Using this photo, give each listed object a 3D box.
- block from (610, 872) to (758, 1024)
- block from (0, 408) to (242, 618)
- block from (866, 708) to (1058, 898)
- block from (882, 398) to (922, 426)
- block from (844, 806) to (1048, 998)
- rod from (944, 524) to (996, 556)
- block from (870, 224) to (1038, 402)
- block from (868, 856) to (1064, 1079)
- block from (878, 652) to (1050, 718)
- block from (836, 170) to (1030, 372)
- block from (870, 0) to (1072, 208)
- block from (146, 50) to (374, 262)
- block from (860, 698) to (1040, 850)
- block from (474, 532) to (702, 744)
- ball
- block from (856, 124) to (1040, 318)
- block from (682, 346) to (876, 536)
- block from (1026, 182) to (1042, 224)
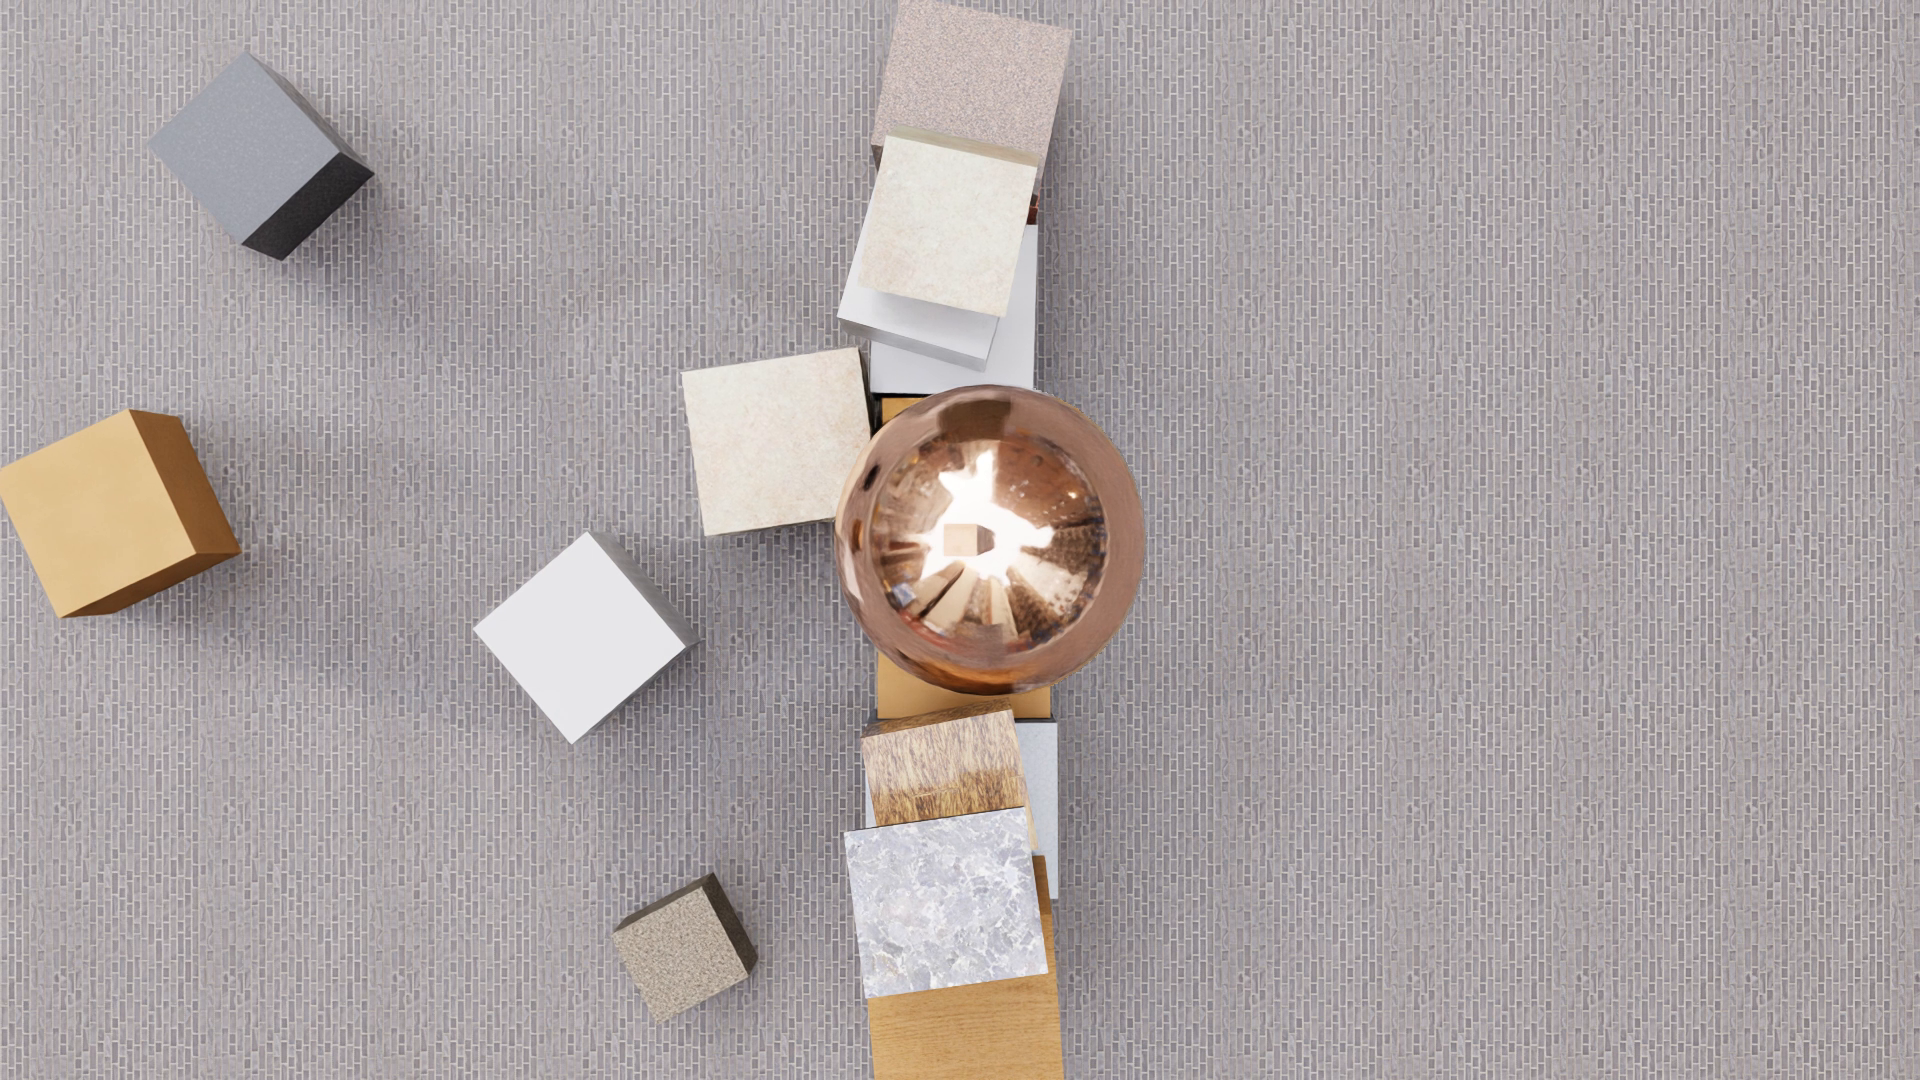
[{"bbox_3d":[-1.584,2.348,12.709,0.585,0.583,0.573,-28,90,0],"label":"block"},{"bbox_3d":[-4.813,-0.147,12.603,0.846,0.793,0.890,-25,90,0],"label":"block"},{"bbox_3d":[0.009,1.467,12.446,1.037,1.108,0.949,0,90,0],"label":"block"},{"bbox_3d":[0.010,-0.340,12.597,0.877,0.806,0.901,0,90,0],"label":"block"},{"bbox_3d":[-0.057,1.715,10.544,0.843,0.900,0.760,-8,83,0],"label":"block"},{"bbox_3d":[0.065,0.000,7.858,0.080,5.200,0.080,0,90,1],"label":"rod"},{"bbox_3d":[-0.034,-1.282,12.589,0.901,0.822,0.951,2,90,0],"label":"block"},{"bbox_3d":[0.018,2.278,11.502,0.954,0.893,0.941,-4,101,1],"label":"block"},{"bbox_3d":[0.020,0.552,12.576,0.953,0.848,0.865,0,90,0],"label":"block"},{"bbox_3d":[-0.139,-1.418,11.731,0.797,0.893,0.798,16,90,0],"label":"block"},{"bbox_3d":[0.059,-2.293,11.601,0.885,0.931,0.771,12,90,0],"label":"block"},{"bbox_3d":[-3.997,-2.188,12.627,0.758,0.746,0.771,-43,90,0],"label":"block"},{"bbox_3d":[-0.053,1.274,11.464,0.779,0.855,0.716,-11,90,0],"label":"block"},{"bbox_3d":[-2.114,0.543,12.605,0.833,0.791,0.845,-40,90,0],"label":"block"},{"bbox_3d":[0.150,0.000,11.257,1.600,1.600,1.600,0,90,0],"label":"ball"},{"bbox_3d":[-0.043,-1.580,10.790,0.724,0.836,0.722,12,105,0],"label":"block"},{"bbox_3d":[-0.973,-0.538,12.490,0.972,1.021,0.900,-8,90,0],"label":"block"},{"bbox_3d":[0.050,-2.354,12.533,0.879,0.934,0.968,7,90,0],"label":"block"}]
